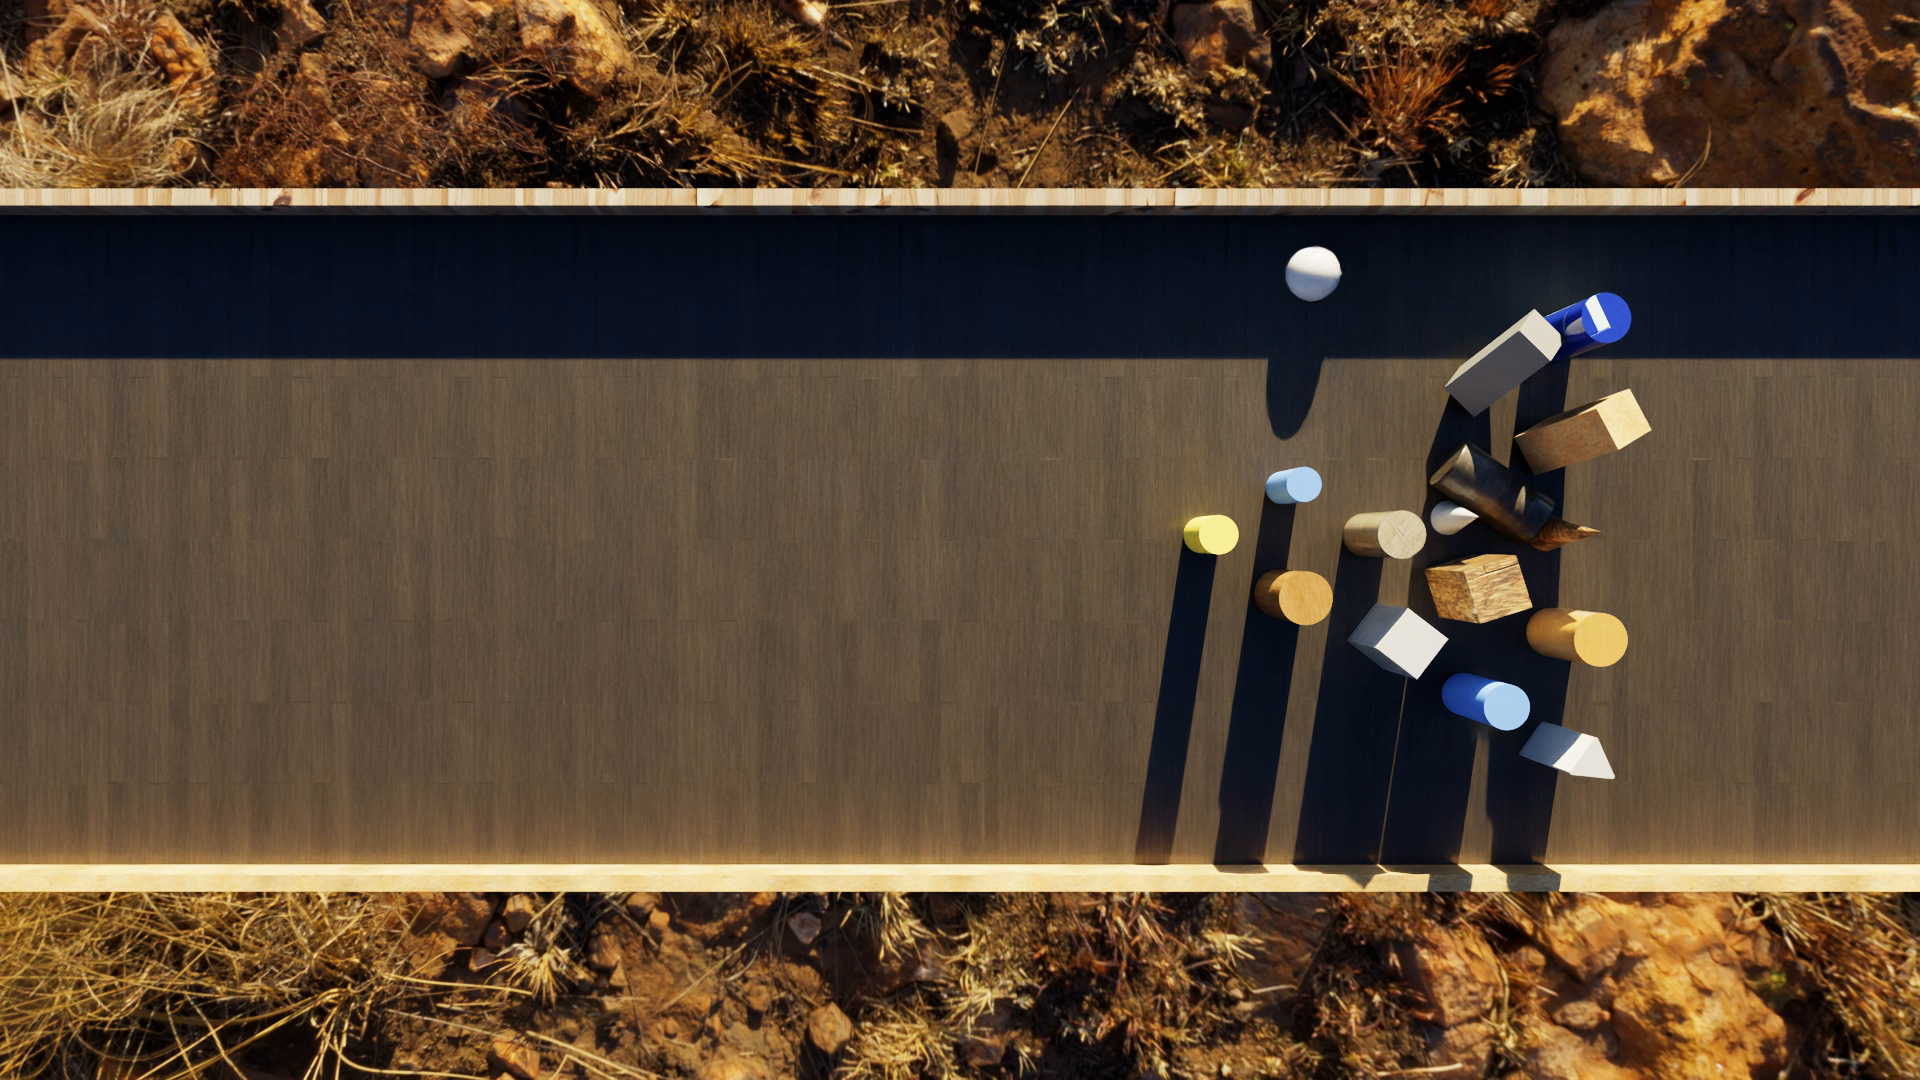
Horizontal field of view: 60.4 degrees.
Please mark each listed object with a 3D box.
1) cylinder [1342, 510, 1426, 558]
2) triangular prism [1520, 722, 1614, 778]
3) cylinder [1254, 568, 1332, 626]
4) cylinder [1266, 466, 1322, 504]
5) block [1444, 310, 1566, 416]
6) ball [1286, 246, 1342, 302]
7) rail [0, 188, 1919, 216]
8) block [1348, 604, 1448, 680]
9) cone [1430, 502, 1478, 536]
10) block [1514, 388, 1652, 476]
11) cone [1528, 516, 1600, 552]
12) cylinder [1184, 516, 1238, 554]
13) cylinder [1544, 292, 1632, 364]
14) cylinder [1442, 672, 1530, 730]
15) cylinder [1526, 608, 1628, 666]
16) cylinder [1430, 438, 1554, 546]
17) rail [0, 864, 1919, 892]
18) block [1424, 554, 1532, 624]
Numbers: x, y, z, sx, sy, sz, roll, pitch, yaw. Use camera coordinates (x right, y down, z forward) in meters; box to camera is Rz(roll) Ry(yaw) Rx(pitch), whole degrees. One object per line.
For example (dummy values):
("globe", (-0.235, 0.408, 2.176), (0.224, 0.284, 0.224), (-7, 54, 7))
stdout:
("cylinder", (1.246, -0.015, 4.863), (0.136, 0.427, 0.136), (0, 90, 0))
("triangular prism", (1.789, 0.612, 4.865), (0.126, 0.423, 0.109), (6, 90, 0))
("cylinder", (0.982, 0.165, 4.881), (0.153, 0.392, 0.153), (0, 90, 0))
("cylinder", (0.991, -0.160, 4.914), (0.101, 0.325, 0.101), (0, 90, 0))
("block", (1.618, -0.524, 4.908), (0.127, 0.328, 0.127), (44, 53, 0))
("ball", (1.070, -0.807, 4.994), (0.165, 0.165, 0.165), (0, 90, 0))
("rail", (-2.247, -1.025, 5.002), (12.000, 0.150, 0.050), (0, 90, 0))
("block", (1.292, 0.296, 4.892), (0.146, 0.368, 0.146), (38, 90, 0))
("cone", (1.501, -0.067, 4.923), (0.105, 0.307, 0.105), (0, 90, 0))
("block", (1.833, -0.314, 4.872), (0.133, 0.386, 0.133), (-28, 90, -19))
("cone", (1.799, -0.022, 4.848), (0.115, 0.457, 0.115), (0, 90, 0))
("cylinder", (0.744, -0.015, 4.909), (0.113, 0.336, 0.113), (0, 90, 0))
("cylinder", (1.825, -0.623, 4.876), (0.144, 0.393, 0.144), (0, 88, -3))
("cylinder", (1.548, 0.473, 4.872), (0.130, 0.410, 0.130), (0, 90, 0))
("cylinder", (1.818, 0.283, 4.878), (0.152, 0.397, 0.152), (0, 90, 0))
("cylinder", (1.609, -0.144, 4.991), (0.323, 0.171, 0.171), (35, 90, 0))
("rail", (-2.247, 1.025, 5.001), (12.000, 0.150, 0.050), (0, 90, 0))
("block", (1.525, 0.140, 4.874), (0.155, 0.405, 0.155), (-18, 90, 0))
